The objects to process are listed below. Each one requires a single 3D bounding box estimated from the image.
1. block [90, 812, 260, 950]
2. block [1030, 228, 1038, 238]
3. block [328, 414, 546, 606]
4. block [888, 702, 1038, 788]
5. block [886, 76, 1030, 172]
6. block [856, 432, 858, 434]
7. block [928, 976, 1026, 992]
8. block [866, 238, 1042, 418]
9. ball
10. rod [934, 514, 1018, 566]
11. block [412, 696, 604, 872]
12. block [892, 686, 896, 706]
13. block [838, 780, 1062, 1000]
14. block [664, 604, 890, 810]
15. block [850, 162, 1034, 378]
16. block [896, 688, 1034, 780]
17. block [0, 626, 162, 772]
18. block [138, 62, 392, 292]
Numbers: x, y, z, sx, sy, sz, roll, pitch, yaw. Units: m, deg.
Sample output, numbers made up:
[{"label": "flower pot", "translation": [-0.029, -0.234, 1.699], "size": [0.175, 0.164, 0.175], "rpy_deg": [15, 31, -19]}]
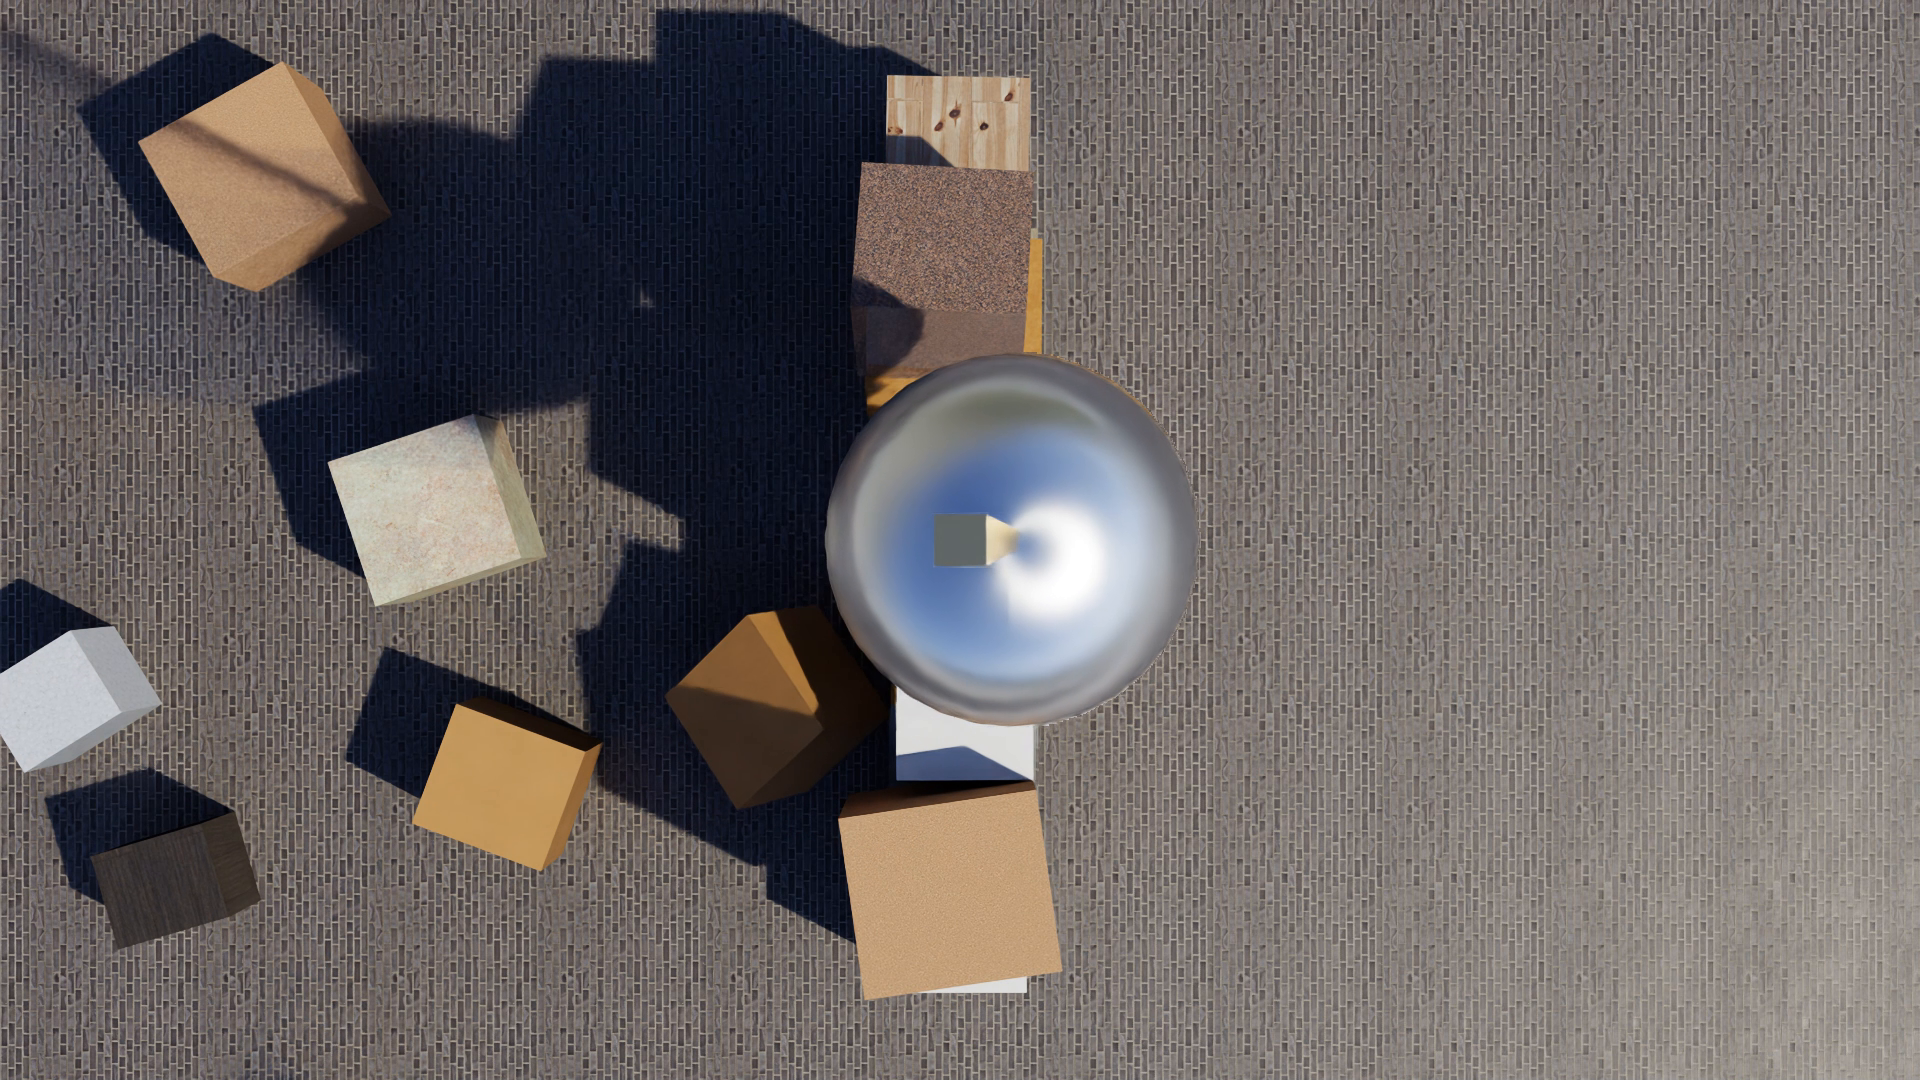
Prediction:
[{"label": "block", "translation": [-4.521, 1.958, 12.711], "size": [0.652, 0.579, 0.550], "rpy_deg": [-16, 90, 0]}, {"label": "block", "translation": [0.003, -1.300, 12.635], "size": [0.856, 0.730, 0.877], "rpy_deg": [0, 90, 0]}, {"label": "block", "translation": [-2.977, -0.166, 12.611], "size": [0.853, 0.777, 0.844], "rpy_deg": [-18, 90, 0]}, {"label": "block", "translation": [0.016, 1.307, 12.583], "size": [0.821, 0.835, 0.775], "rpy_deg": [1, 90, 0]}, {"label": "block", "translation": [-0.014, -2.008, 11.716], "size": [0.739, 0.707, 0.775], "rpy_deg": [1, 90, 0]}, {"label": "block", "translation": [-0.072, -0.033, 11.598], "size": [0.934, 1.007, 0.988], "rpy_deg": [2, 90, 0]}, {"label": "block", "translation": [-0.018, 2.103, 12.572], "size": [0.771, 0.855, 0.794], "rpy_deg": [0, 90, 0]}, {"label": "block", "translation": [-0.028, -1.063, 11.779], "size": [0.904, 0.744, 0.868], "rpy_deg": [1, 72, 0]}, {"label": "ball", "translation": [0.218, 0.000, 9.413], "size": [1.600, 1.600, 1.600], "rpy_deg": [0, 90, 0]}, {"label": "rod", "translation": [0.095, 0.000, 6.015], "size": [0.080, 5.200, 0.080], "rpy_deg": [0, 90, 2]}, {"label": "block", "translation": [-2.591, 1.390, 12.673], "size": [0.774, 0.655, 0.716], "rpy_deg": [20, 90, 0]}, {"label": "block", "translation": [0.014, 0.493, 12.554], "size": [0.782, 0.892, 0.835], "rpy_deg": [0, 90, 0]}, {"label": "block", "translation": [-0.048, 1.788, 11.609], "size": [1.007, 1.071, 0.924], "rpy_deg": [-8, 90, 0]}, {"label": "block", "translation": [-1.030, 0.936, 12.436], "size": [0.768, 0.672, 0.784], "rpy_deg": [-43, 72, 26]}, {"label": "block", "translation": [-0.083, -1.321, 11.014], "size": [0.841, 0.871, 0.764], "rpy_deg": [3, 72, 1]}, {"label": "block", "translation": [0.024, 0.869, 11.799], "size": [0.715, 0.617, 0.773], "rpy_deg": [0, 90, 0]}, {"label": "block", "translation": [-5.130, 0.908, 12.679], "size": [0.641, 0.641, 0.543], "rpy_deg": [-32, 90, 0]}, {"label": "block", "translation": [-3.967, -2.066, 12.625], "size": [0.924, 0.751, 0.862], "rpy_deg": [-29, 90, 0]}]
